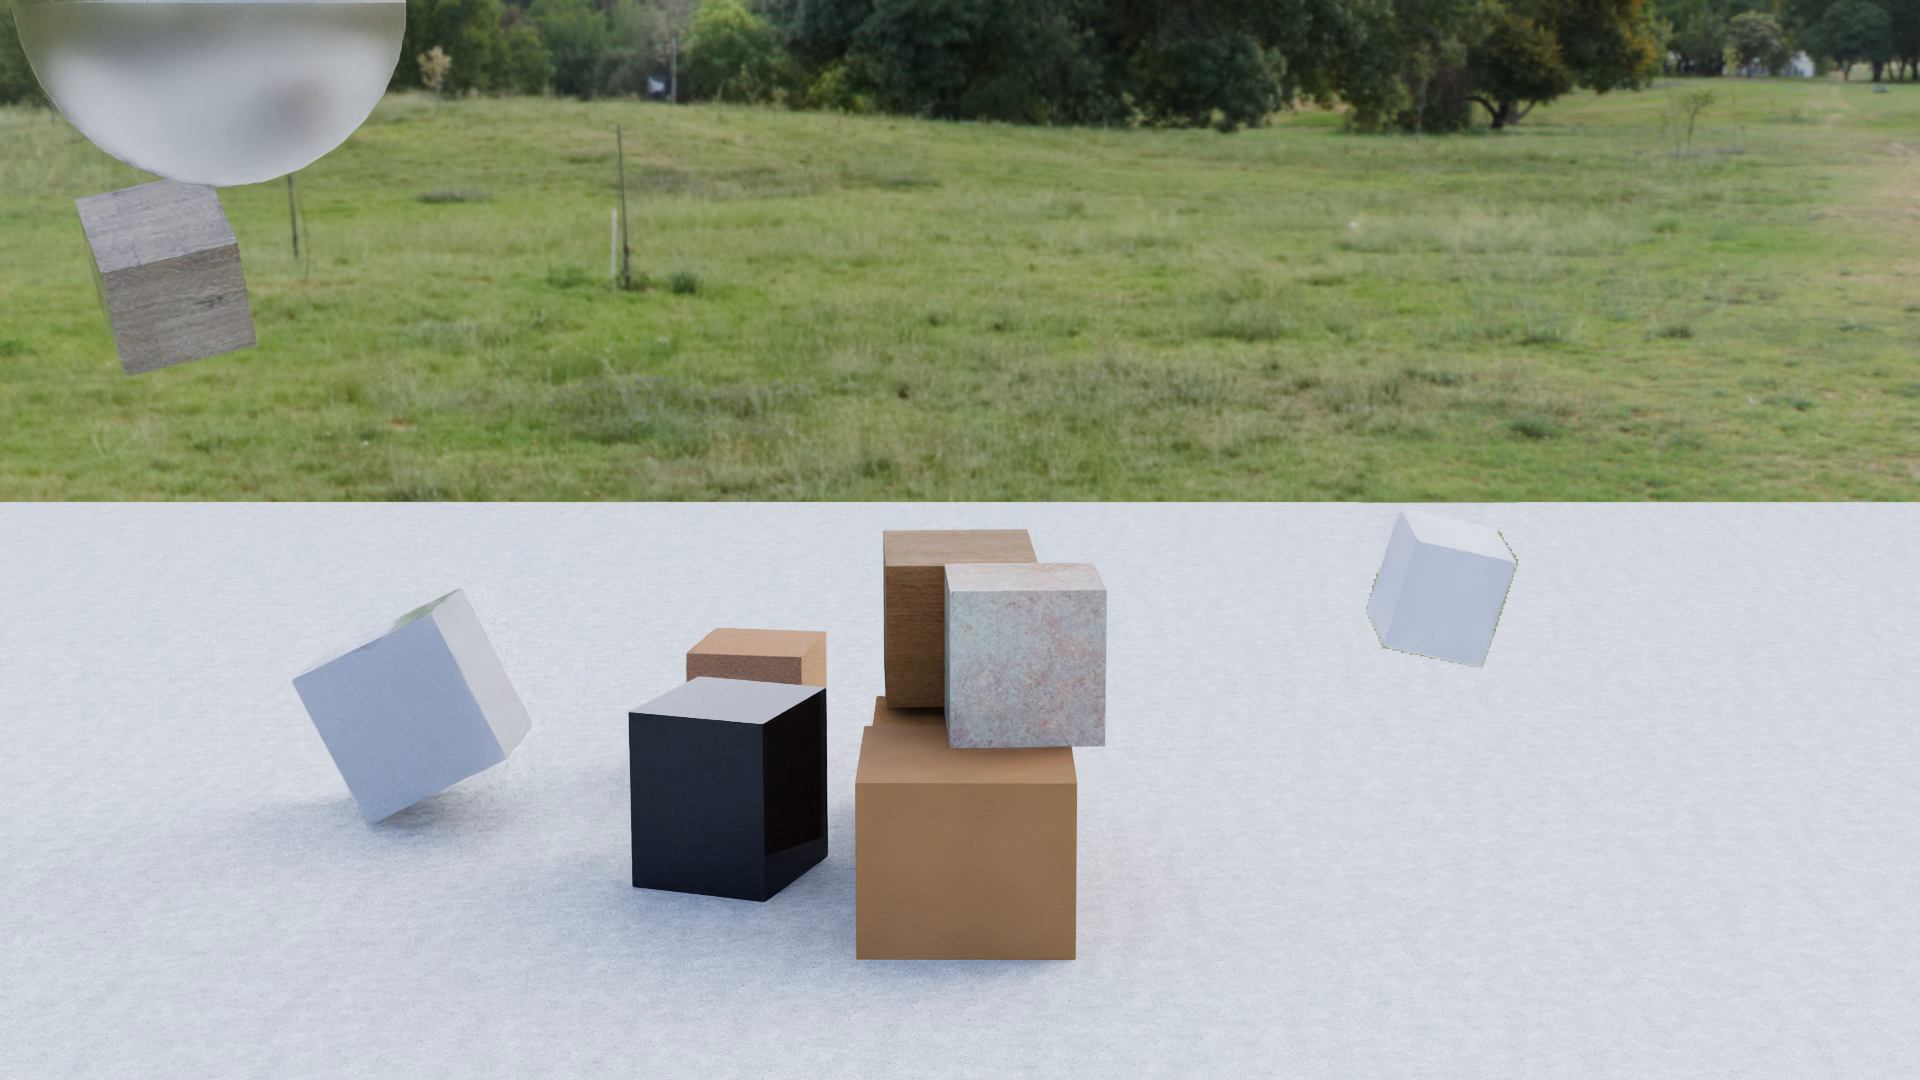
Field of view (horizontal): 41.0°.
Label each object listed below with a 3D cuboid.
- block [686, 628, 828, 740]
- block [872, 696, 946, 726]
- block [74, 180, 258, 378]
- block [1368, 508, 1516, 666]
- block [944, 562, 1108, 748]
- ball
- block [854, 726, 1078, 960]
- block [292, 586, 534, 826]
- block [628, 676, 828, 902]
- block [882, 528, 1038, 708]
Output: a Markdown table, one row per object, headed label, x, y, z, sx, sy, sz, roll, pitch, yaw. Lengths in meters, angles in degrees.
| label | x | y | z | sx | sy | sz | roll | pitch | yaw |
| --- | --- | --- | --- | --- | --- | --- | --- | --- | --- |
| block | -1.036 | 0.836 | 13.178 | 0.593 | 0.640 | 0.607 | 2 | 10 | 9 |
| block | 0.003 | 1.118 | 11.460 | 0.769 | 0.701 | 0.672 | 0 | 10 | 0 |
| block | -3.735 | -1.257 | 12.080 | 0.617 | 0.606 | 0.614 | -16 | 47 | -19 |
| block | 1.960 | 0.190 | 10.470 | 0.410 | 0.463 | 0.385 | 12 | 20 | -6 |
| block | 0.270 | 0.483 | 10.941 | 0.650 | 0.668 | 0.593 | 0 | 11 | -3 |
| ball | -3.135 | -2.290 | 10.764 | 1.600 | 1.600 | 1.600 | 0 | 10 | 0 |
| block | 0.026 | 1.244 | 10.679 | 0.882 | 0.732 | 0.907 | 0 | 10 | 0 |
| block | -2.615 | 0.786 | 12.336 | 0.733 | 0.773 | 0.731 | -26 | 7 | 4 |
| block | -1.016 | 1.089 | 11.372 | 0.633 | 0.788 | 0.704 | 4 | 11 | 19 |
| block | -0.006 | 0.343 | 11.571 | 0.666 | 0.640 | 0.690 | -1 | 13 | -3 |
